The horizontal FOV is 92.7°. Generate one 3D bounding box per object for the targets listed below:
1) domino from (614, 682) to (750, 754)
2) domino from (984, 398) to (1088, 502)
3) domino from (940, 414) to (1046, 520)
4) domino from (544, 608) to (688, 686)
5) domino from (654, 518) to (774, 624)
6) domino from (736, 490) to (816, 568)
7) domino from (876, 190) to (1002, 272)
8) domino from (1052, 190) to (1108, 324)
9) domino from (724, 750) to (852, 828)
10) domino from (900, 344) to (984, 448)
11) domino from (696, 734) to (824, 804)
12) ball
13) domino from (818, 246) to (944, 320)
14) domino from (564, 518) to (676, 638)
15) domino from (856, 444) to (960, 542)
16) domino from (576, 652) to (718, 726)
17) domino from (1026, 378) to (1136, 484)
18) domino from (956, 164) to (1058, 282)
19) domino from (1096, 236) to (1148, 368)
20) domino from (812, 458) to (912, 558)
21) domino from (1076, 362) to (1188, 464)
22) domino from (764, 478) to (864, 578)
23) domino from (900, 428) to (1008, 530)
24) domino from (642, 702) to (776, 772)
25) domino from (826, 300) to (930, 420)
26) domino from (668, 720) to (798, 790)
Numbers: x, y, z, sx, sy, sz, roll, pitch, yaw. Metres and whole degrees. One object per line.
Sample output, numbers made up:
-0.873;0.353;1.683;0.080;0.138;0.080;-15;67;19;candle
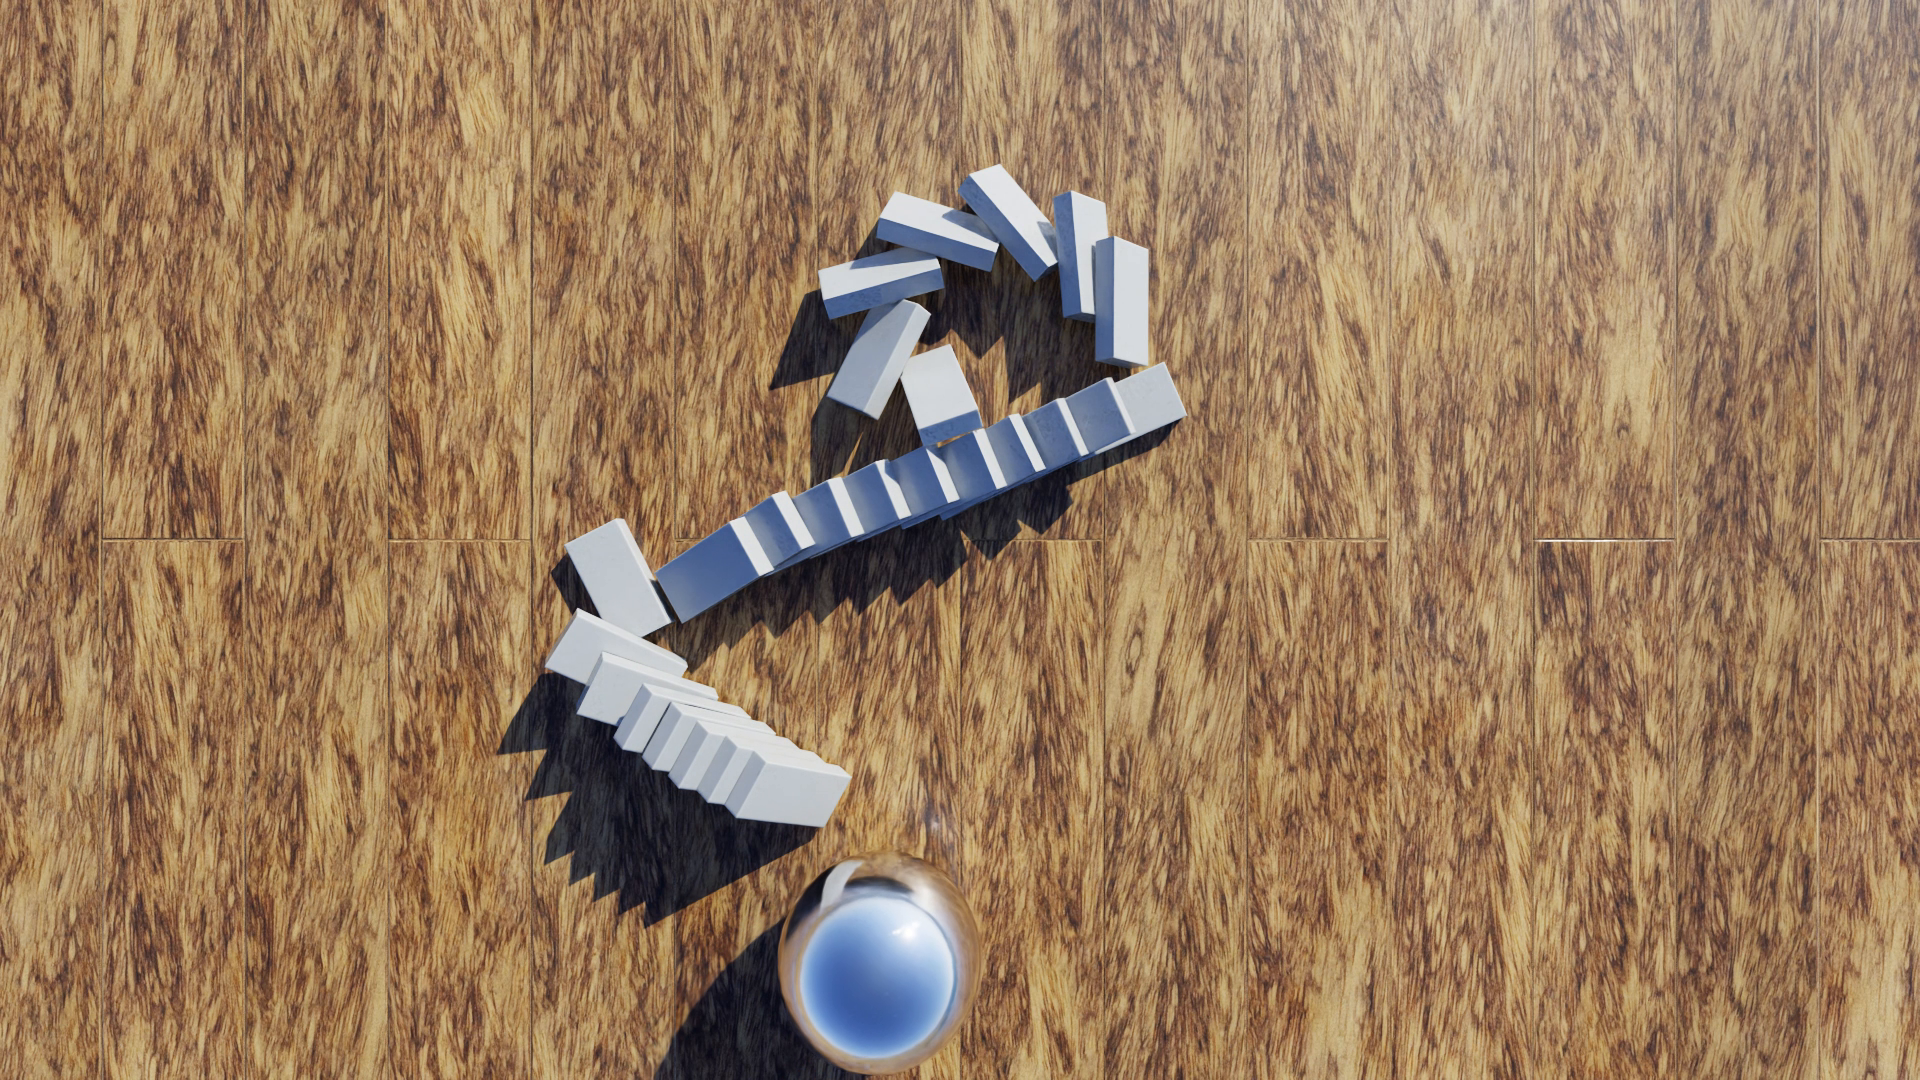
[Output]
-0.114;0.077;0.378;0.010;0.050;0.025;29;90;43;domino
0.026;-0.037;0.384;0.050;0.010;0.025;-24;90;27;domino
0.008;-0.030;0.383;0.050;0.010;0.025;-27;89;32;domino
-0.144;0.052;0.385;0.050;0.009;0.025;32;90;-26;domino
-0.104;0.013;0.384;0.050;0.009;0.025;-29;90;28;domino
-0.087;0.002;0.384;0.050;0.010;0.025;-29;90;28;domino
-0.008;-0.131;0.388;0.050;0.009;0.025;17;46;0;domino
0.053;-0.119;0.388;0.009;0.025;0.050;-5;90;43;domino
-0.070;0.103;0.378;0.009;0.050;0.025;29;90;41;domino
-0.009;-0.061;0.379;0.025;0.050;0.009;-19;134;0;domino
-0.081;0.097;0.378;0.009;0.050;0.025;29;90;41;domino
-0.031;0.164;0.360;0.080;0.080;0.080;0;90;0;ball
-0.034;-0.110;0.388;0.050;0.010;0.025;-15;46;0;domino
-0.146;0.019;0.395;0.025;0.009;0.050;-27;90;0;domino
-0.027;-0.019;0.383;0.050;0.009;0.025;-22;91;32;domino
-0.130;0.067;0.384;0.050;0.010;0.025;25;93;-28;domino
0.045;-0.046;0.385;0.050;0.010;0.025;-24;90;24;domino
0.024;-0.135;0.388;0.050;0.010;0.025;49;45;0;domino
0.069;-0.100;0.388;0.009;0.025;0.050;0;90;45;domino
-0.047;-0.013;0.383;0.050;0.010;0.025;-22;90;30;domino
0.069;-0.055;0.395;0.050;0.010;0.025;-23;90;0;domino
-0.066;-0.005;0.384;0.050;0.010;0.025;-23;90;29;domino
-0.007;-0.025;0.382;0.050;0.009;0.025;-22;91;32;domino
-0.102;0.084;0.378;0.010;0.050;0.025;29;90;41;domino
-0.035;-0.078;0.389;0.025;0.009;0.050;27;90;37;domino
-0.092;0.092;0.378;0.010;0.050;0.025;29;90;41;domino
